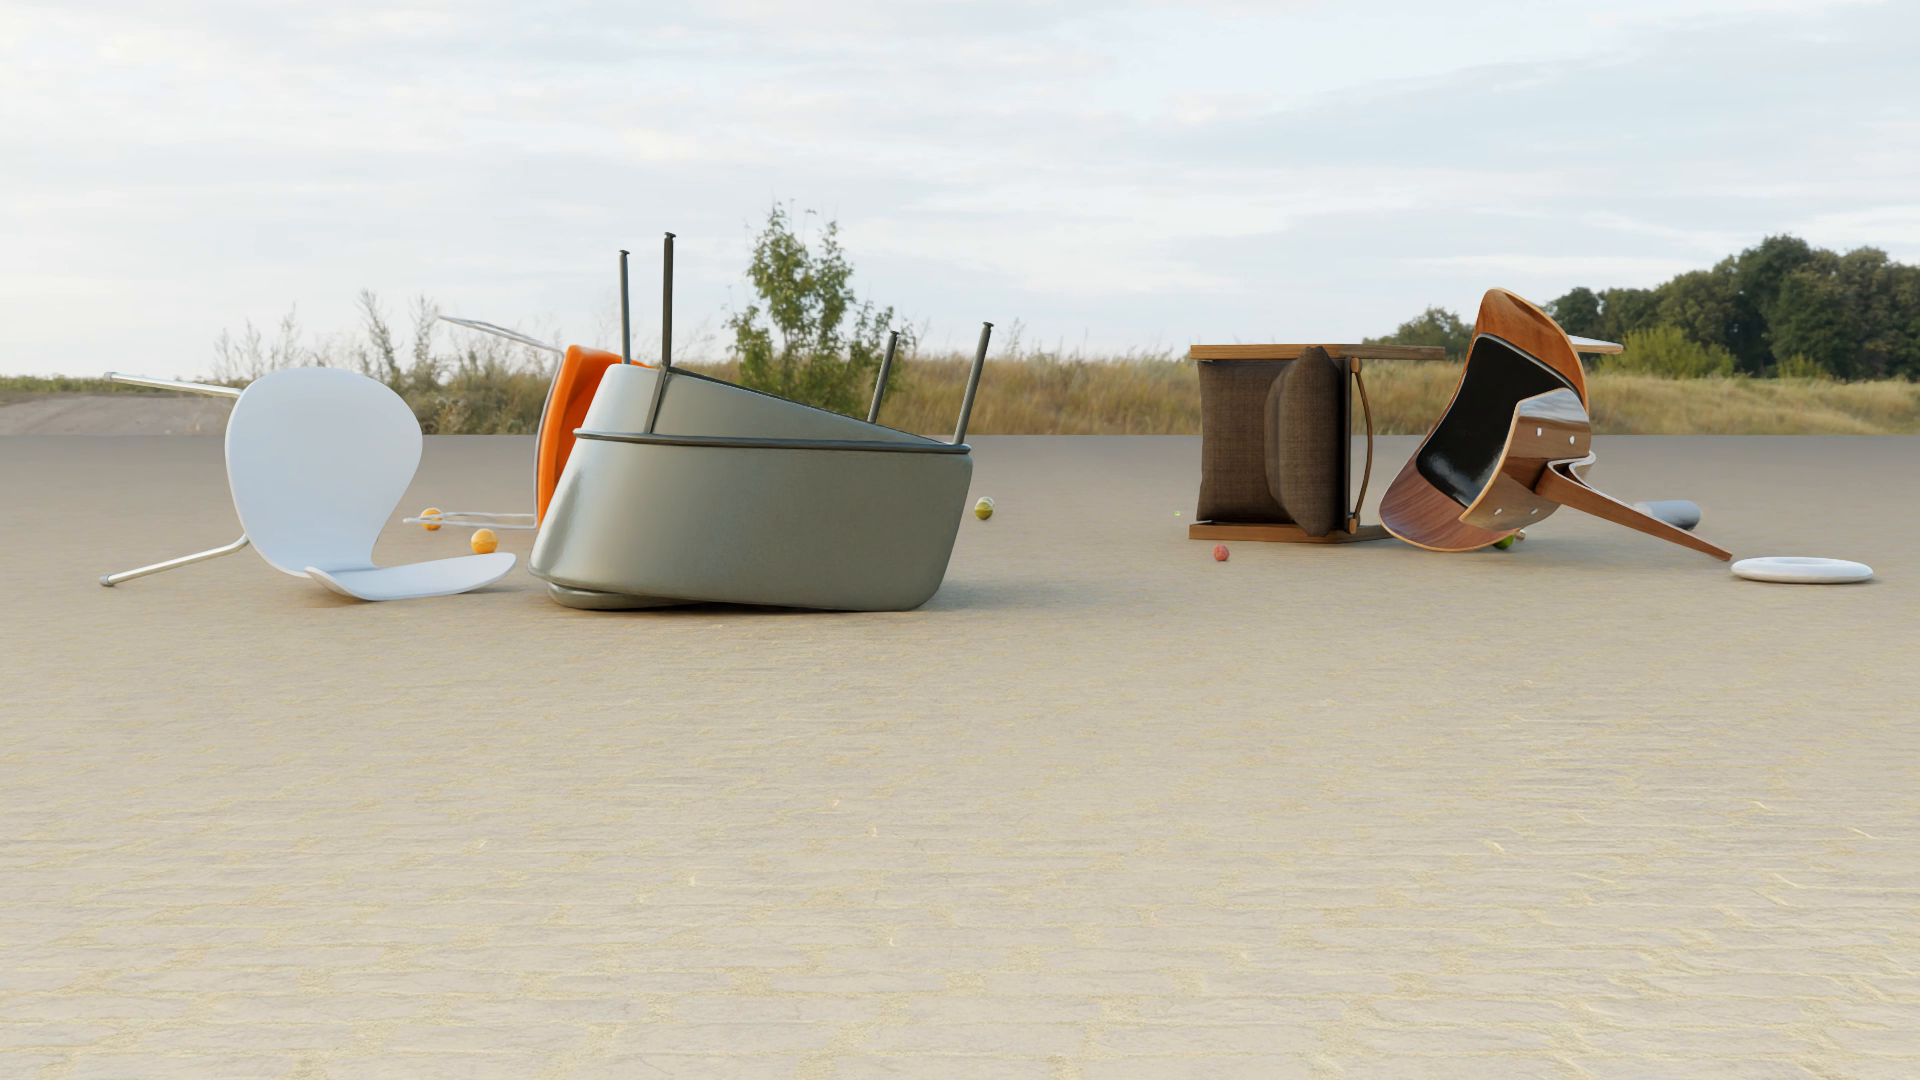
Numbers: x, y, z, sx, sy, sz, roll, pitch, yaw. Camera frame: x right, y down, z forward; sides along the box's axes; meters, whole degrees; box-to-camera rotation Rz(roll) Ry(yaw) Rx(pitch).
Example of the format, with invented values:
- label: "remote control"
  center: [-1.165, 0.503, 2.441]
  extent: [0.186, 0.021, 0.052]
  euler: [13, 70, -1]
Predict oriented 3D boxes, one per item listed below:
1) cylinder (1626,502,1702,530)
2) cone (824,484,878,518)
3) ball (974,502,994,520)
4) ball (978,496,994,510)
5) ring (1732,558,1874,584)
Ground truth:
- label: "cylinder"
  center: [2.252, -0.076, 7.037]
  extent: [0.219, 0.085, 0.109]
  euler: [-2, 2, -30]
- label: "cone"
  center: [-0.412, -0.104, 7.630]
  extent: [0.151, 0.106, 0.241]
  euler: [30, -31, -28]
- label: "ball"
  center: [0.081, -0.101, 7.552]
  extent: [0.064, 0.064, 0.064]
  euler: [0, 4, 0]
- label: "ball"
  center: [0.091, -0.122, 7.857]
  extent: [0.064, 0.064, 0.064]
  euler: [0, 4, 0]
- label: "ring"
  center: [1.982, 0.072, 5.179]
  extent: [0.315, 0.045, 0.322]
  euler: [2, 5, 20]
